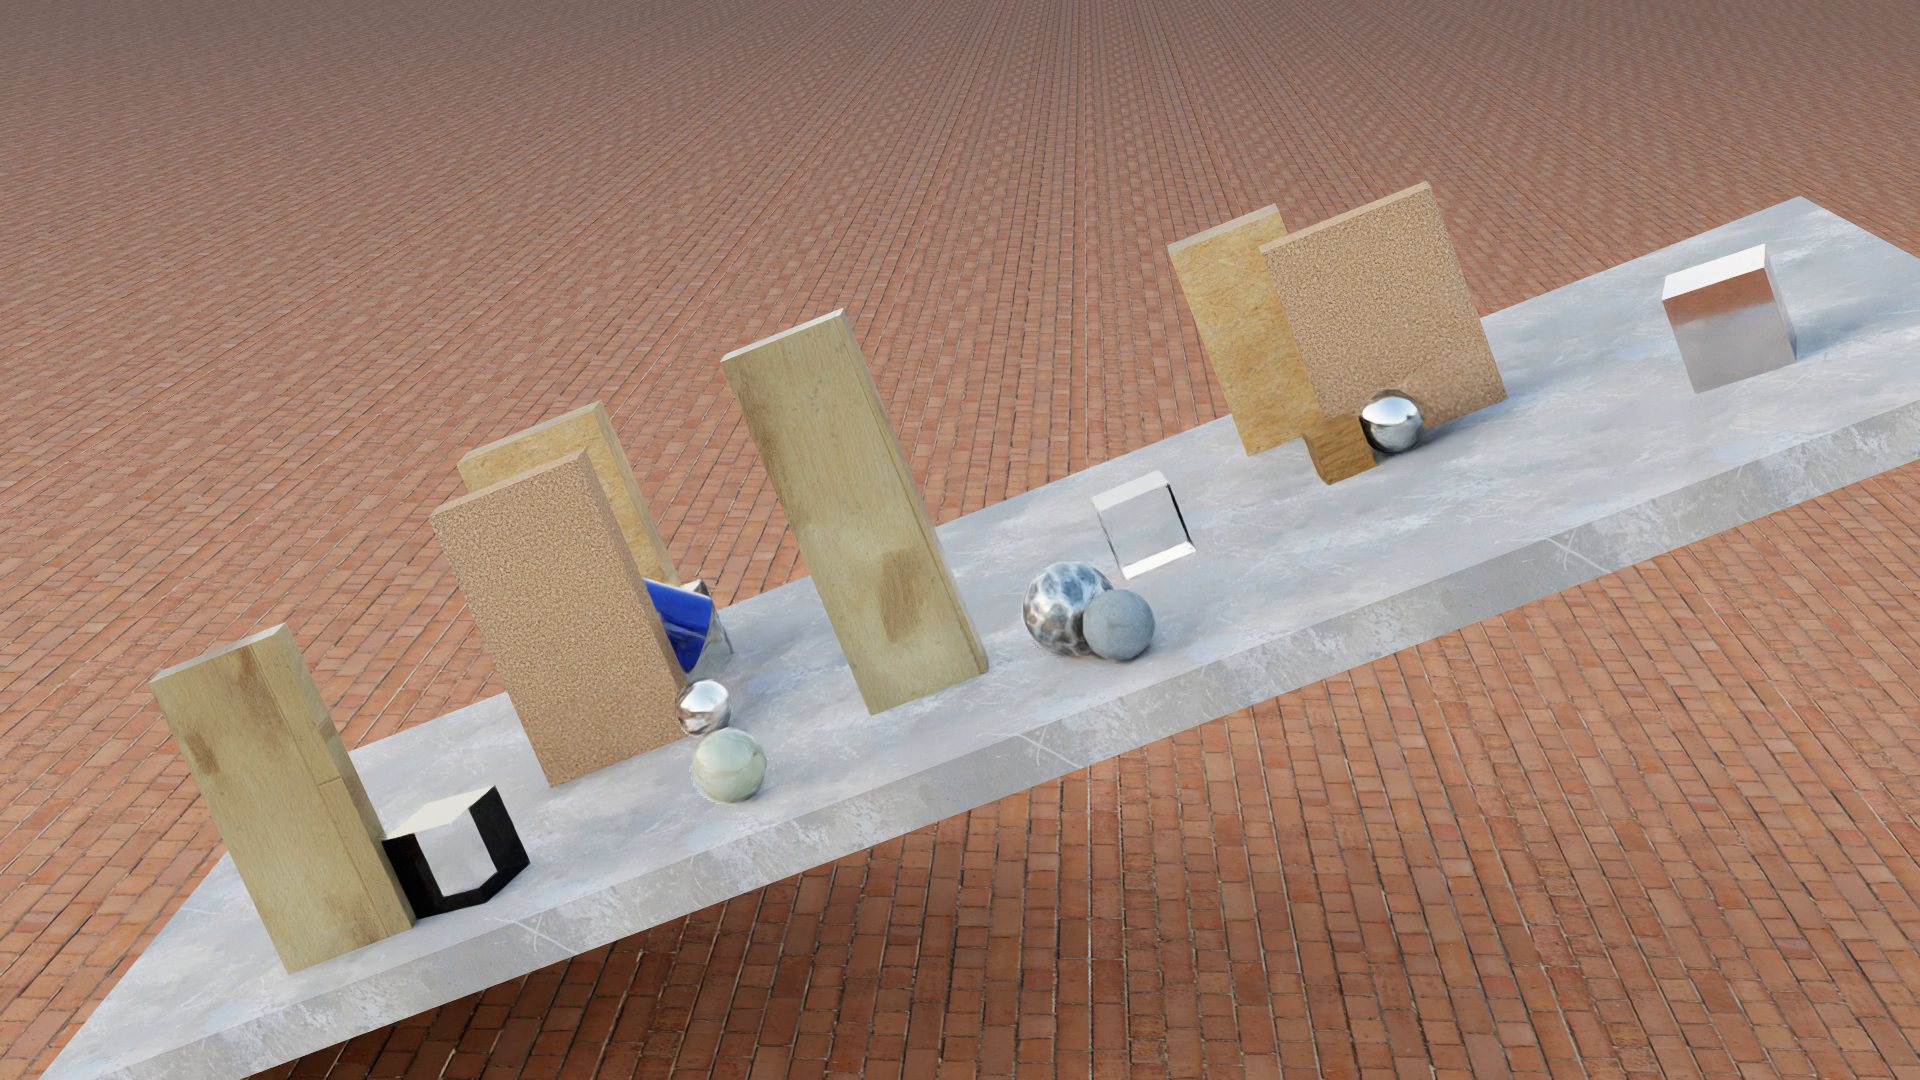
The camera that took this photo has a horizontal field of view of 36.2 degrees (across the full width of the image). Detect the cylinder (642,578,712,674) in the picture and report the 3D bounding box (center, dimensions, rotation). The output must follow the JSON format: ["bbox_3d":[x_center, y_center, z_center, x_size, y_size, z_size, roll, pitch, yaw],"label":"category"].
[{"bbox_3d":[-0.665,0.186,6.506,0.180,0.180,0.180,17,9,-16],"label":"cylinder"}]

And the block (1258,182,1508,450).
[{"bbox_3d":[0.901,-0.463,6.260,0.377,0.483,0.100,-21,12,7],"label":"block"}]

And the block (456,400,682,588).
[{"bbox_3d":[-0.909,0.024,7.061,0.353,0.623,0.134,-21,12,7],"label":"block"}]

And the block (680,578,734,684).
[{"bbox_3d":[-0.658,0.231,6.748,0.190,0.190,0.190,-20,12,12],"label":"block"}]

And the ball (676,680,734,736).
[{"bbox_3d":[-0.535,0.353,6.167,0.120,0.120,0.120,0,14,0],"label":"ball"}]

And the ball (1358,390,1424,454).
[{"bbox_3d":[0.902,-0.248,6.157,0.135,0.135,0.135,0,14,0],"label":"ball"}]

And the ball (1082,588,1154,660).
[{"bbox_3d":[0.295,0.158,5.483,0.135,0.135,0.135,0,14,0],"label":"ball"}]

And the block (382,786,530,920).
[{"bbox_3d":[-0.980,0.608,5.727,0.172,0.172,0.172,-16,13,27],"label":"block"}]

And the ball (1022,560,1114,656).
[{"bbox_3d":[0.211,0.131,5.632,0.183,0.183,0.183,0,14,0],"label":"ball"}]

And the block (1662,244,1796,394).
[{"bbox_3d":[1.499,-0.431,5.725,0.199,0.199,0.199,-18,13,21],"label":"block"}]

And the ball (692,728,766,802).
[{"bbox_3d":[-0.440,0.430,5.606,0.142,0.142,0.142,0,14,0],"label":"ball"}]

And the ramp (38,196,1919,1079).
[{"bbox_3d":[0.124,0.173,6.290,4.000,0.100,2.000,-21,12,7],"label":"ramp"}]

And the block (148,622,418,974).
[{"bbox_3d":[-1.295,0.500,5.660,0.266,0.631,0.089,-21,12,7],"label":"block"}]

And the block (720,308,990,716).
[{"bbox_3d":[-0.202,-0.051,5.770,0.250,0.765,0.084,-21,12,7],"label":"block"}]

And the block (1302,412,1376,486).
[{"bbox_3d":[0.795,-0.192,6.173,0.107,0.107,0.107,-23,12,0],"label":"block"}]

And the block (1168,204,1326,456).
[{"bbox_3d":[0.684,-0.476,6.671,0.261,0.498,0.141,-21,12,7],"label":"block"}]

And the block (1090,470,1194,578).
[{"bbox_3d":[0.379,-0.033,6.117,0.154,0.154,0.154,-22,12,0],"label":"block"}]

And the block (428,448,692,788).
[{"bbox_3d":[-0.834,0.168,6.255,0.342,0.639,0.107,-21,12,7],"label":"block"}]
